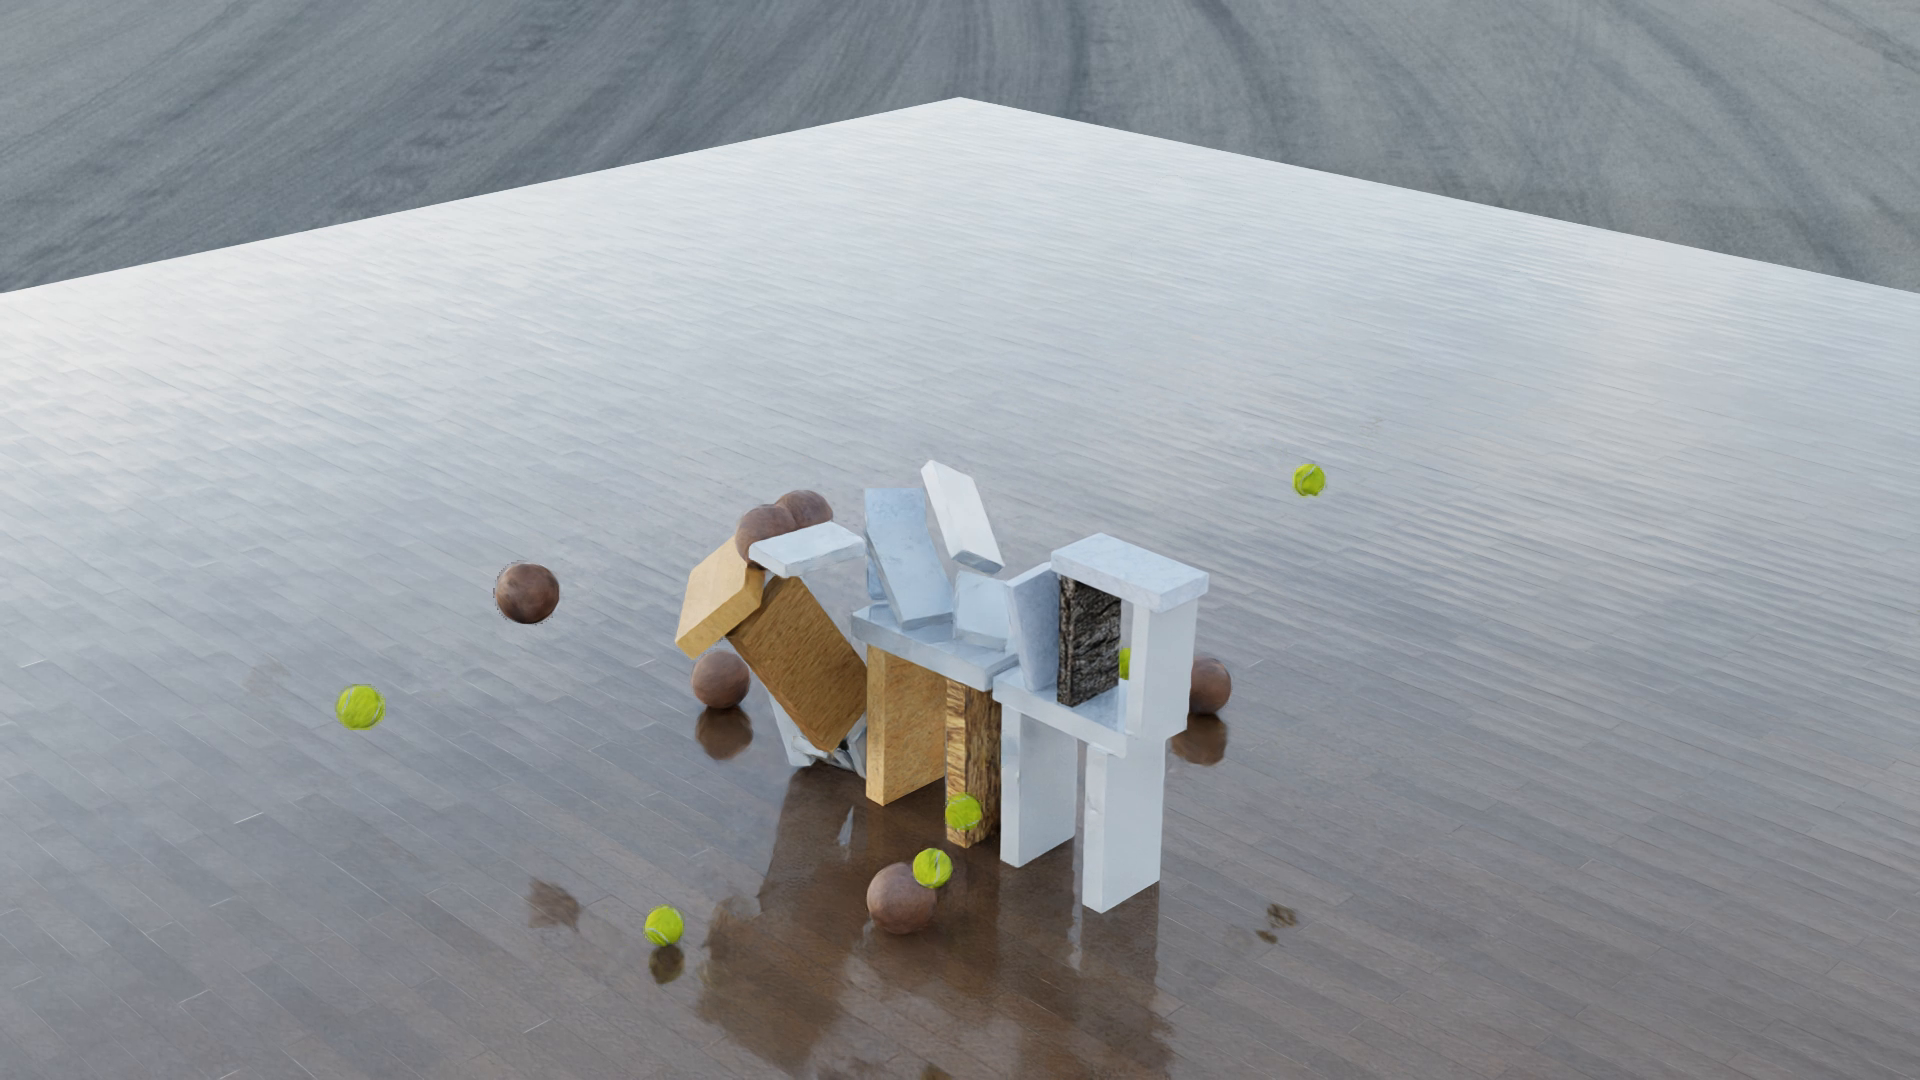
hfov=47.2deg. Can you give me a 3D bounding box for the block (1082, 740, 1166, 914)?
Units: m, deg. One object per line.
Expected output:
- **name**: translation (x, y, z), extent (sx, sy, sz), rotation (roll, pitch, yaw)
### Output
- **block**: translation (0.307, 0.514, 4.117), extent (0.048, 0.337, 0.169), rotation (21, 31, 40)

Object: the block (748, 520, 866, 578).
- **block**: translation (-0.284, 0.017, 4.124), extent (0.101, 0.029, 0.202), rotation (28, 32, 37)

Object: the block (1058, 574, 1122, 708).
- **block**: translation (0.239, 0.167, 4.049), extent (0.130, 0.259, 0.037), rotation (-21, 31, -41)

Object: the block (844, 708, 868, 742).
- **block**: translation (-0.257, 0.357, 4.502), extent (0.165, 0.023, 0.082), rotation (13, 57, 44)

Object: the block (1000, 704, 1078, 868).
- **block**: translation (0.154, 0.450, 4.268), extent (0.048, 0.337, 0.169), rotation (20, 30, 39)

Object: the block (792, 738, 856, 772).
- **block**: translation (-0.271, 0.447, 4.555), extent (0.082, 0.023, 0.165), rotation (14, -10, 28)

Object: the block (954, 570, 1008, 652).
- **block**: translation (0.042, 0.137, 4.286), extent (0.101, 0.029, 0.202), rotation (14, 31, -7)

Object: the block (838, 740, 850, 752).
- **block**: translation (-0.229, 0.420, 4.622), extent (0.095, 0.048, 0.014), rotation (-20, 42, 48)

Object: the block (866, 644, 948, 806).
- **block**: translation (-0.107, 0.348, 4.483), extent (0.178, 0.356, 0.050), rotation (-21, 33, -41)

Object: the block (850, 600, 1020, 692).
- **block**: translation (-0.025, 0.192, 4.329), extent (0.356, 0.050, 0.178), rotation (20, 30, 38)

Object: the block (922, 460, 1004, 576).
- **block**: translation (0.004, -0.045, 4.438), extent (0.121, 0.034, 0.241), rotation (23, 36, -41)

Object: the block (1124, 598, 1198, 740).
- **block**: translation (0.361, 0.216, 3.933), extent (0.130, 0.259, 0.037), rotation (-20, 33, -39)

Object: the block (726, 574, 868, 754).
- **block**: translation (-0.305, 0.242, 4.349), extent (0.050, 0.353, 0.176), rotation (13, 56, 45)

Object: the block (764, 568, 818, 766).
- **block**: translation (-0.349, 0.241, 4.595), extent (0.050, 0.432, 0.176), rotation (-3, 24, 29)

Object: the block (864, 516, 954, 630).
- **block**: translation (-0.096, 0.065, 4.370), extent (0.121, 0.034, 0.241), rotation (-9, 55, -20)

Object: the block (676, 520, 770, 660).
- **block**: translation (-0.468, 0.094, 4.369), extent (0.176, 0.050, 0.353), rotation (-38, 18, 13)

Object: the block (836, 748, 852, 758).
- **block**: translation (-0.222, 0.450, 4.682), extent (0.095, 0.014, 0.048), rotation (14, 26, 29)

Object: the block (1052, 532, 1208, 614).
- **block**: translation (0.302, 0.057, 3.928), extent (0.130, 0.037, 0.259), rotation (-21, 30, -40)

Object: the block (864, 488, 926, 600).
- **block**: translation (-0.129, 0.008, 4.465), extent (0.121, 0.034, 0.241), rotation (0, 61, -6)

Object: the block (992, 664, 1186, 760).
- **block**: translation (0.240, 0.305, 4.117), extent (0.169, 0.048, 0.338), rotation (-21, 31, -40)

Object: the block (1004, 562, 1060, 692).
- **block**: translation (0.149, 0.162, 4.085), extent (0.101, 0.224, 0.029), rotation (-26, 29, -27)

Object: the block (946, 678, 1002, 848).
- **block**: translation (0.055, 0.412, 4.334), extent (0.050, 0.356, 0.178), rotation (21, 31, 41)

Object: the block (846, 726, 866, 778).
- **block**: translation (-0.191, 0.419, 4.537), extent (0.023, 0.165, 0.082), rotation (25, 63, 22)
